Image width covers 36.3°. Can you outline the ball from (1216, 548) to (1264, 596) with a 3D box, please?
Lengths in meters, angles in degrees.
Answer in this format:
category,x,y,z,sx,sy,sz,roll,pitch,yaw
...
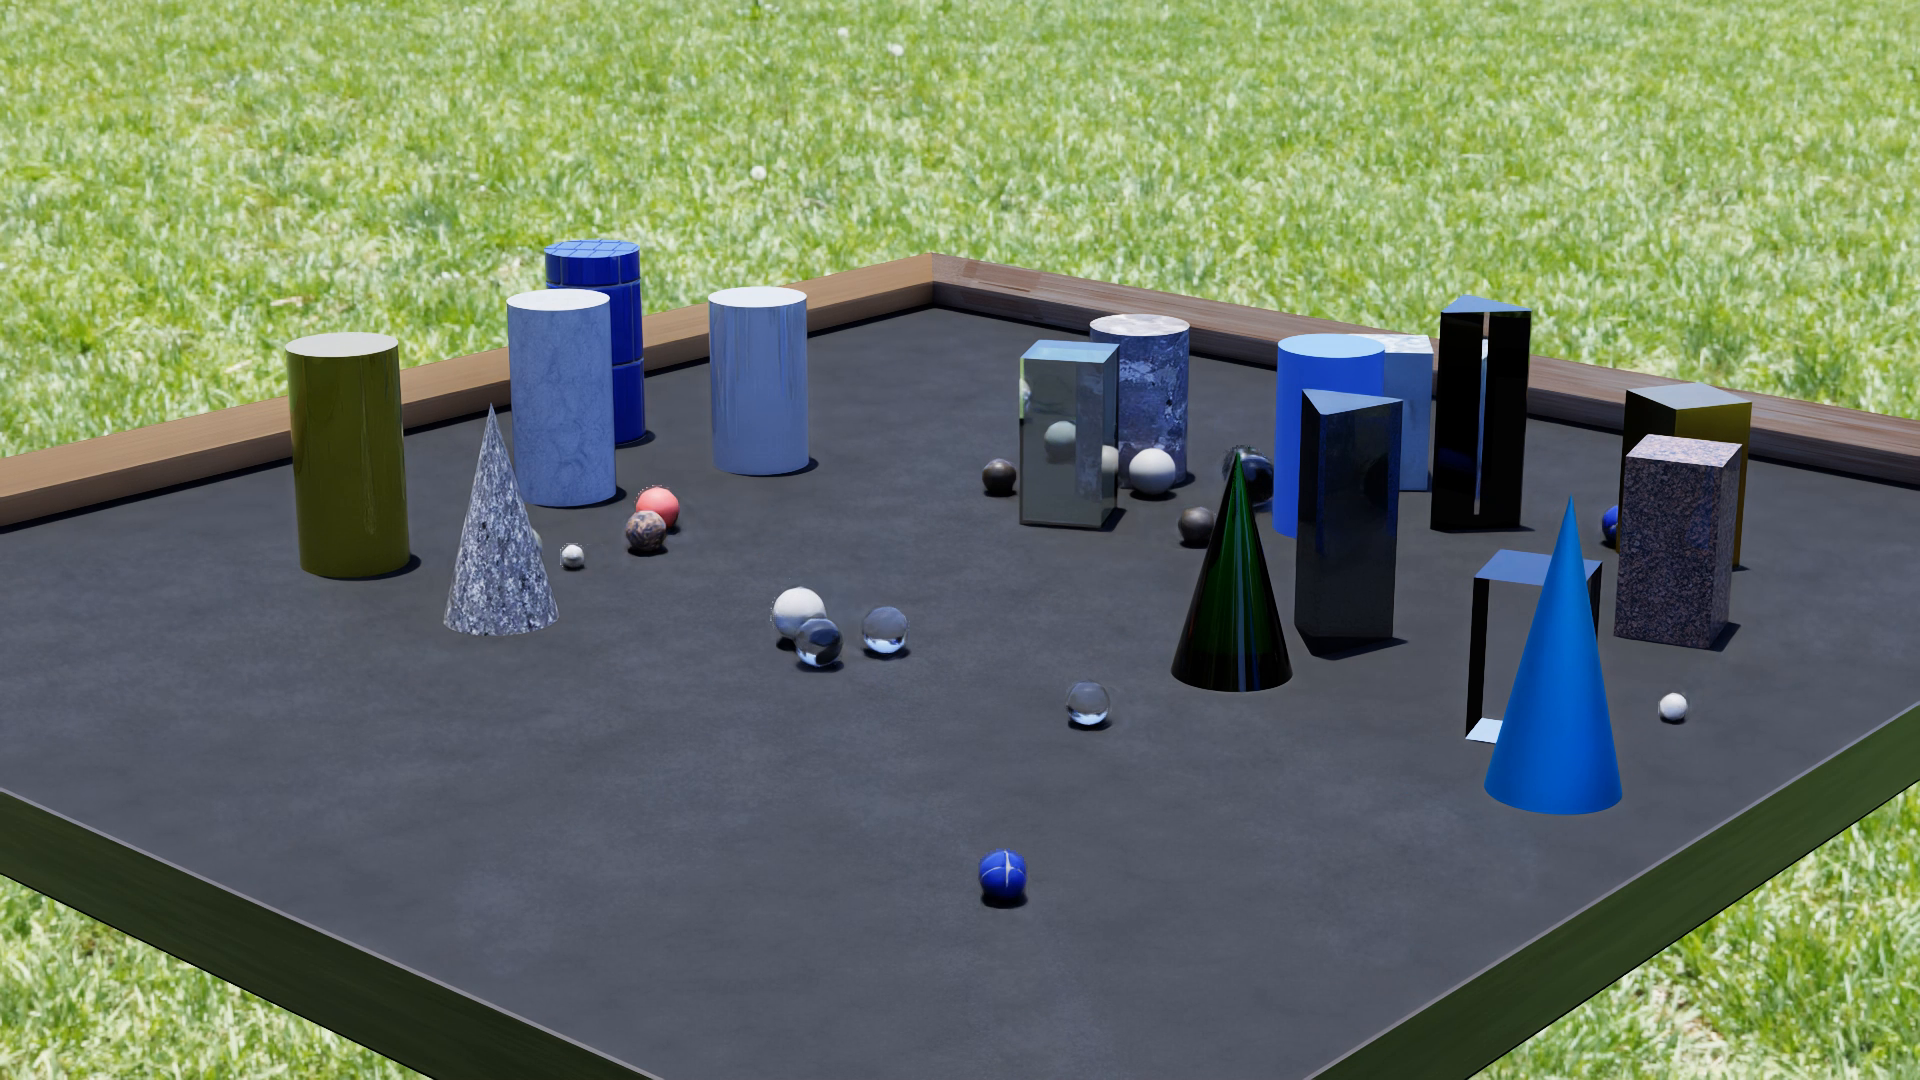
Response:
category,x,y,z,sx,sy,sz,roll,pitch,yaw
ball,0.490,0.055,5.125,0.083,0.083,0.083,0,17,0

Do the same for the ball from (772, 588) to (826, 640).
category,x,y,z,sx,sy,sz,roll,pitch,yaw
ball,-0.267,0.123,4.868,0.089,0.089,0.089,0,17,0

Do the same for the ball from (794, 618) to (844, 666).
category,x,y,z,sx,sy,sz,roll,pitch,yaw
ball,-0.229,0.166,4.764,0.079,0.079,0.079,0,17,0

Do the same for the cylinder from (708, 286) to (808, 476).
category,x,y,z,sx,sy,sz,roll,pitch,yaw
cylinder,-0.407,-0.323,5.929,0.197,0.344,0.197,0,17,0

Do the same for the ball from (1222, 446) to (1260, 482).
category,x,y,z,sx,sy,sz,roll,pitch,yaw
ball,0.558,-0.141,5.771,0.085,0.085,0.085,0,17,0

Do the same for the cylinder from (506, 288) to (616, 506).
category,x,y,z,sx,sy,sz,roll,pitch,yaw
cylinder,-0.774,-0.278,5.706,0.197,0.387,0.197,0,17,0

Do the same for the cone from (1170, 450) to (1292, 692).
category,x,y,z,sx,sy,sz,roll,pitch,yaw
cone,0.440,0.033,4.692,0.197,0.375,0.197,0,17,0

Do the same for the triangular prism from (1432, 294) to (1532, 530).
category,x,y,z,sx,sy,sz,roll,pitch,yaw
triangular prism,0.964,-0.243,5.535,0.171,0.418,0.148,-2,17,-6

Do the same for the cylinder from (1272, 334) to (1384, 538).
category,x,y,z,sx,sy,sz,roll,pitch,yaw
cylinder,0.688,-0.192,5.482,0.197,0.351,0.197,0,17,0

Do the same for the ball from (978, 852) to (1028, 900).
category,x,y,z,sx,sy,sz,roll,pitch,yaw
ball,0.057,0.443,3.869,0.065,0.065,0.065,0,17,0

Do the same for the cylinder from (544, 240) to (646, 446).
category,x,y,z,sx,sy,sz,roll,pitch,yaw
cylinder,-0.762,-0.413,6.129,0.197,0.399,0.197,0,17,0

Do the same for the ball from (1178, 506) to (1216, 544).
category,x,y,z,sx,sy,sz,roll,pitch,yaw
ball,0.439,-0.027,5.420,0.070,0.070,0.070,0,17,0

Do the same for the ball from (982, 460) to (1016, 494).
category,x,y,z,sx,sy,sz,roll,pitch,yaw
ball,0.076,-0.125,5.750,0.067,0.067,0.067,0,17,0

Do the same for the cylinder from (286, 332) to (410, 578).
category,x,y,z,sx,sy,sz,roll,pitch,yaw
cylinder,-1.098,-0.155,5.266,0.197,0.403,0.197,0,17,0

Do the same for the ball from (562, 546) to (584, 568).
category,x,y,z,sx,sy,sz,roll,pitch,yaw
ball,-0.698,0.030,5.282,0.041,0.041,0.041,0,17,0

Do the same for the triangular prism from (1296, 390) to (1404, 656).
category,x,y,z,sx,sy,sz,roll,pitch,yaw
triangular prism,0.612,-0.037,4.864,0.171,0.410,0.148,-11,20,-32

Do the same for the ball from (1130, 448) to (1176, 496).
category,x,y,z,sx,sy,sz,roll,pitch,yaw
ball,0.377,-0.133,5.734,0.092,0.092,0.092,0,17,0

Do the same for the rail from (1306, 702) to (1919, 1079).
category,x,y,z,sx,sy,sz,roll,pitch,yaw
rail,1.223,0.339,4.103,0.045,0.128,3.564,14,22,39

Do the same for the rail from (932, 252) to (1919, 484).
category,x,y,z,sx,sy,sz,roll,pitch,yaw
rail,1.153,-0.351,6.391,3.287,0.128,0.045,14,22,39

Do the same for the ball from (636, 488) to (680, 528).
category,x,y,z,sx,sy,sz,roll,pitch,yaw
ball,-0.567,-0.058,5.504,0.081,0.081,0.081,0,17,0

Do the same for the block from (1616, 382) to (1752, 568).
category,x,y,z,sx,sy,sz,roll,pitch,yaw
block,1.304,-0.111,5.289,0.158,0.307,0.158,-6,18,-20

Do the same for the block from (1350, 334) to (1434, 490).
category,x,y,z,sx,sy,sz,roll,pitch,yaw
block,0.847,-0.255,5.816,0.158,0.277,0.158,1,17,4

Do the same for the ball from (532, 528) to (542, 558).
category,x,y,z,sx,sy,sz,roll,pitch,yaw
ball,-0.791,0.015,5.253,0.087,0.087,0.087,0,17,0

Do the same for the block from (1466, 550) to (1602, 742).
category,x,y,z,sx,sy,sz,roll,pitch,yaw
block,0.872,0.167,4.453,0.158,0.257,0.158,7,18,23

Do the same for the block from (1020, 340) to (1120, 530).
category,x,y,z,sx,sy,sz,roll,pitch,yaw
block,0.208,-0.201,5.560,0.158,0.323,0.158,4,17,14

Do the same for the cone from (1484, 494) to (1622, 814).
category,x,y,z,sx,sy,sz,roll,pitch,yaw
cone,0.860,0.147,4.189,0.197,0.447,0.197,0,17,0

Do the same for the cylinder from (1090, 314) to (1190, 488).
category,x,y,z,sx,sy,sz,roll,pitch,yaw
cylinder,0.355,-0.278,5.840,0.197,0.308,0.197,0,17,0

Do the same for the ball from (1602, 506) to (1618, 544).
category,x,y,z,sx,sy,sz,roll,pitch,yaw
ball,1.223,-0.028,5.416,0.074,0.074,0.074,0,17,0

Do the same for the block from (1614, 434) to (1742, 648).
category,x,y,z,sx,sy,sz,roll,pitch,yaw
block,1.202,0.000,4.910,0.158,0.312,0.158,8,18,24

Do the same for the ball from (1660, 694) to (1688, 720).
category,x,y,z,sx,sy,sz,roll,pitch,yaw
ball,1.101,0.257,4.525,0.042,0.042,0.042,0,17,0

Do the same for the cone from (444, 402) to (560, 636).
category,x,y,z,sx,sy,sz,roll,pitch,yaw
cone,-0.784,-0.049,4.958,0.197,0.380,0.197,0,17,0

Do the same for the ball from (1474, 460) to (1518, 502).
category,x,y,z,sx,sy,sz,roll,pitch,yaw
ball,1.038,-0.114,5.684,0.085,0.085,0.085,0,17,0

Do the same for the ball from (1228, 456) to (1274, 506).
category,x,y,z,sx,sy,sz,roll,pitch,yaw
ball,0.565,-0.114,5.661,0.099,0.099,0.099,0,17,0

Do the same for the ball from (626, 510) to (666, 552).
category,x,y,z,sx,sy,sz,roll,pitch,yaw
ball,-0.576,-0.017,5.379,0.075,0.075,0.075,0,17,0

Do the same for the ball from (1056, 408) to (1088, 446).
category,x,y,z,sx,sy,sz,roll,pitch,yaw
ball,0.241,-0.236,6.098,0.080,0.080,0.080,0,17,0

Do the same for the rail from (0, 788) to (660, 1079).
category,x,y,z,sx,sy,sz,roll,pitch,yaw
rail,-1.153,0.415,3.849,3.287,0.128,0.045,14,22,39

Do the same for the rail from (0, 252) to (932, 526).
category,x,y,z,sx,sy,sz,roll,pitch,yaw
rail,-1.223,-0.274,6.137,0.045,0.128,3.564,14,22,39

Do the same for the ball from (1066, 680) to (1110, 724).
category,x,y,z,sx,sy,sz,roll,pitch,yaw
ball,0.197,0.250,4.505,0.068,0.068,0.068,0,17,0

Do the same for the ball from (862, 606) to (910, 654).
category,x,y,z,sx,sy,sz,roll,pitch,yaw
ball,-0.123,0.147,4.828,0.078,0.078,0.078,0,17,0
